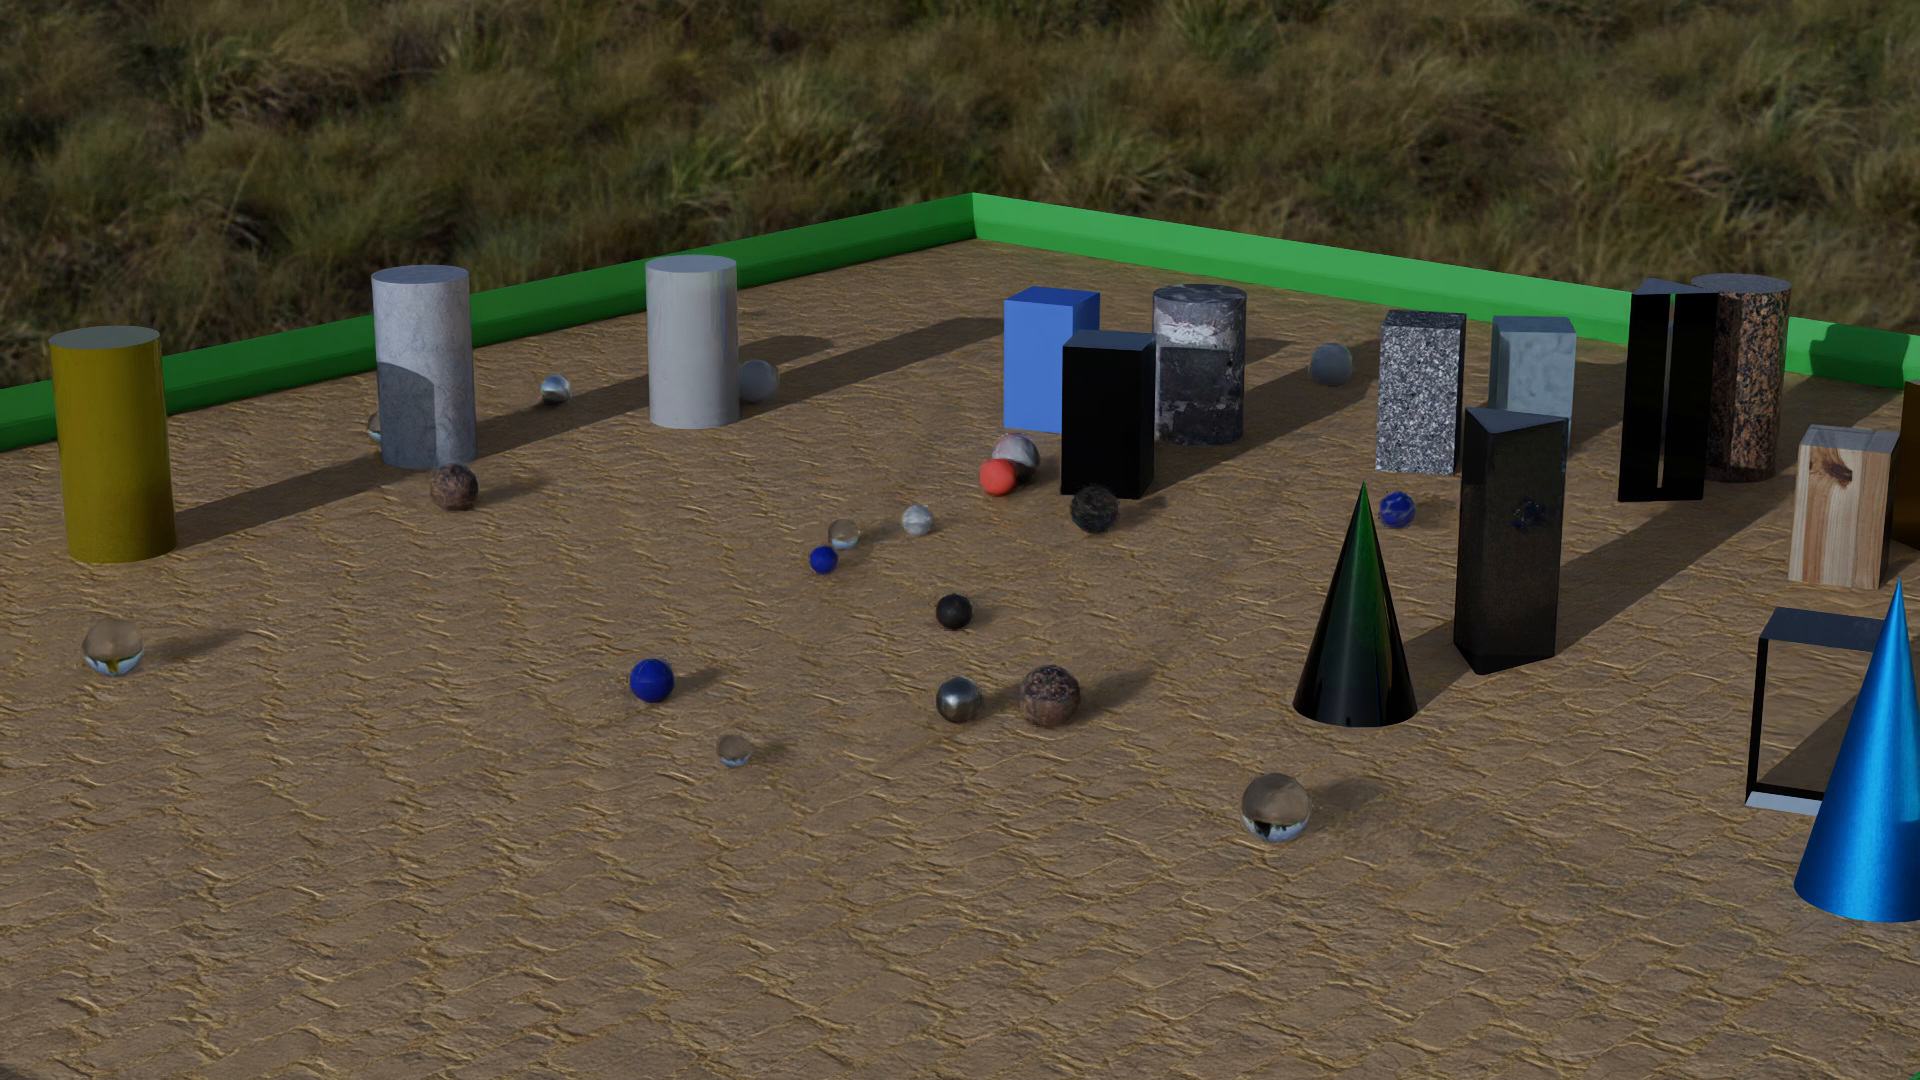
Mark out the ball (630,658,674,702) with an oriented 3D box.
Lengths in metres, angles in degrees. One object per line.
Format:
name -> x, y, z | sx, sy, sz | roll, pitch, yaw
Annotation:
ball -> -0.483, 0.220, 4.596 | 0.070, 0.070, 0.070 | 0, 17, 0

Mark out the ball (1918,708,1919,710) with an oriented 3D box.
ball -> 1.409, 0.293, 4.319 | 0.090, 0.090, 0.090 | 0, 17, 0

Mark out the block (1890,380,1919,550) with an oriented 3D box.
block -> 1.831, -0.134, 5.369 | 0.155, 0.302, 0.155 | -6, 18, -20

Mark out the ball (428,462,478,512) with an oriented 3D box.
ball -> -0.971, -0.102, 5.623 | 0.093, 0.093, 0.093 | 0, 17, 0

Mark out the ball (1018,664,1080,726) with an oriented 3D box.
ball -> 0.137, 0.239, 4.492 | 0.094, 0.094, 0.094 | 0, 17, 0

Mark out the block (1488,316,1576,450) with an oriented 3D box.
block -> 1.190, -0.329, 6.111 | 0.155, 0.246, 0.155 | 1, 17, 4

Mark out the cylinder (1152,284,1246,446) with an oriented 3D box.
cylinder -> 0.499, -0.368, 6.142 | 0.194, 0.303, 0.194 | 0, 17, 0

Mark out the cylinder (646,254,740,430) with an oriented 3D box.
cylinder -> -0.571, -0.425, 6.270 | 0.194, 0.338, 0.194 | 0, 17, 0

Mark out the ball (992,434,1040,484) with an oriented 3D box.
ball -> 0.110, -0.161, 5.813 | 0.096, 0.096, 0.096 | 0, 17, 0

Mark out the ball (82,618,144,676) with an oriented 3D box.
ball -> -1.362, 0.172, 4.715 | 0.094, 0.094, 0.094 | 0, 17, 0

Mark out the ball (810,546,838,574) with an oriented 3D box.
ball -> -0.243, 0.036, 5.239 | 0.052, 0.052, 0.052 | 0, 17, 0

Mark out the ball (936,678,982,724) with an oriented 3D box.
ball -> -0.002, 0.247, 4.507 | 0.071, 0.071, 0.071 | 0, 17, 0

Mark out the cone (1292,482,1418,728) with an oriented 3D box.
cone -> 0.617, 0.083, 4.533 | 0.194, 0.368, 0.194 | 0, 17, 0

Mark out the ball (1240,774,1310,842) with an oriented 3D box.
ball -> 0.436, 0.370, 4.053 | 0.096, 0.096, 0.096 | 0, 17, 0

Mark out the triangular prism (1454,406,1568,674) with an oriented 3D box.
triangular prism -> 0.865, -0.006, 4.769 | 0.168, 0.403, 0.145 | -11, 20, -32

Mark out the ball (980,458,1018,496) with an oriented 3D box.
ball -> 0.075, -0.123, 5.728 | 0.074, 0.074, 0.074 | 0, 17, 0

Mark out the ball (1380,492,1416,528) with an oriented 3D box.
ball -> 0.823, -0.057, 5.517 | 0.069, 0.069, 0.069 | 0, 17, 0

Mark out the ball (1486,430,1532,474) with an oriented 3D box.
ball -> 1.101, -0.176, 5.876 | 0.089, 0.089, 0.089 | 0, 17, 0

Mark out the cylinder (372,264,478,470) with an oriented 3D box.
cylinder -> -1.087, -0.353, 5.958 | 0.194, 0.380, 0.194 | 0, 17, 0

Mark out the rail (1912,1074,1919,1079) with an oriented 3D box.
rail -> 1.589, 0.430, 3.800 | 0.045, 0.126, 5.006 | 14, 22, 39

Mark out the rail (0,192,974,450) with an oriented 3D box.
rail -> -1.589, -0.367, 6.441 | 0.045, 0.126, 5.006 | 14, 22, 39

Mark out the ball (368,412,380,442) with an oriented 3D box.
ball -> -1.201, -0.237, 6.114 | 0.068, 0.068, 0.068 | 0, 17, 0

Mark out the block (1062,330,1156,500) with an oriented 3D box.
block -> 0.292, -0.248, 5.753 | 0.155, 0.297, 0.155 | 4, 17, 14

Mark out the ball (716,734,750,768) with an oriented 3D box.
ball -> -0.334, 0.311, 4.329 | 0.050, 0.050, 0.050 | 0, 17, 0

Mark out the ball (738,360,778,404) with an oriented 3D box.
ball -> -0.446, -0.348, 6.431 | 0.097, 0.097, 0.097 | 0, 17, 0

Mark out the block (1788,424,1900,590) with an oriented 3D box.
block -> 1.573, -0.060, 5.216 | 0.155, 0.249, 0.155 | 7, 18, 22

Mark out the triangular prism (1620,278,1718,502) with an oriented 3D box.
triangular prism -> 1.355, -0.294, 5.710 | 0.168, 0.411, 0.145 | -2, 17, -6

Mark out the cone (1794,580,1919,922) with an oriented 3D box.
cone -> 1.208, 0.257, 3.832 | 0.194, 0.440, 0.194 | 0, 17, 0

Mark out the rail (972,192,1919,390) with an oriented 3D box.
rail -> 1.625, -0.509, 6.913 | 4.256, 0.126, 0.045 | 14, 22, 39

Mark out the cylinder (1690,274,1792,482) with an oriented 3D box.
cylinder -> 1.546, -0.325, 5.859 | 0.194, 0.384, 0.194 | 0, 17, 0

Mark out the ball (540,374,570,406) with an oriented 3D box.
ball -> -0.886, -0.328, 6.417 | 0.068, 0.068, 0.068 | 0, 17, 0

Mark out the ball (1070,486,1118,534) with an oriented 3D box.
ball -> 0.251, -0.057, 5.481 | 0.089, 0.089, 0.089 | 0, 17, 0

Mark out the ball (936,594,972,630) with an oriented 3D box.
ball -> -0.010, 0.121, 4.939 | 0.062, 0.062, 0.062 | 0, 17, 0

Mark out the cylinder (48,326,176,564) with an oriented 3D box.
cylinder -> -1.542, -0.176, 5.342 | 0.194, 0.397, 0.194 | 0, 17, 0

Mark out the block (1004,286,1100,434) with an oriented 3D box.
block -> 0.196, -0.384, 6.240 | 0.155, 0.276, 0.155 | 7, 18, 23

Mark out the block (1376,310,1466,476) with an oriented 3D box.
block -> 0.931, -0.299, 5.922 | 0.155, 0.298, 0.155 | 4, 17, 13

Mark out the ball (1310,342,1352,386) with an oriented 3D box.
ball -> 0.835, -0.396, 6.591 | 0.096, 0.096, 0.096 | 0, 17, 0

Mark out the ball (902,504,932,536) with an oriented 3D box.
ball -> -0.080, -0.036, 5.466 | 0.058, 0.058, 0.058 | 0, 17, 0

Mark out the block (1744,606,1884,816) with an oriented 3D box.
block -> 1.224, 0.247, 4.191 | 0.155, 0.253, 0.155 | 7, 18, 23

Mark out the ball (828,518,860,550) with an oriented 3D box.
ball -> -0.214, -0.011, 5.382 | 0.058, 0.058, 0.058 | 0, 17, 0
